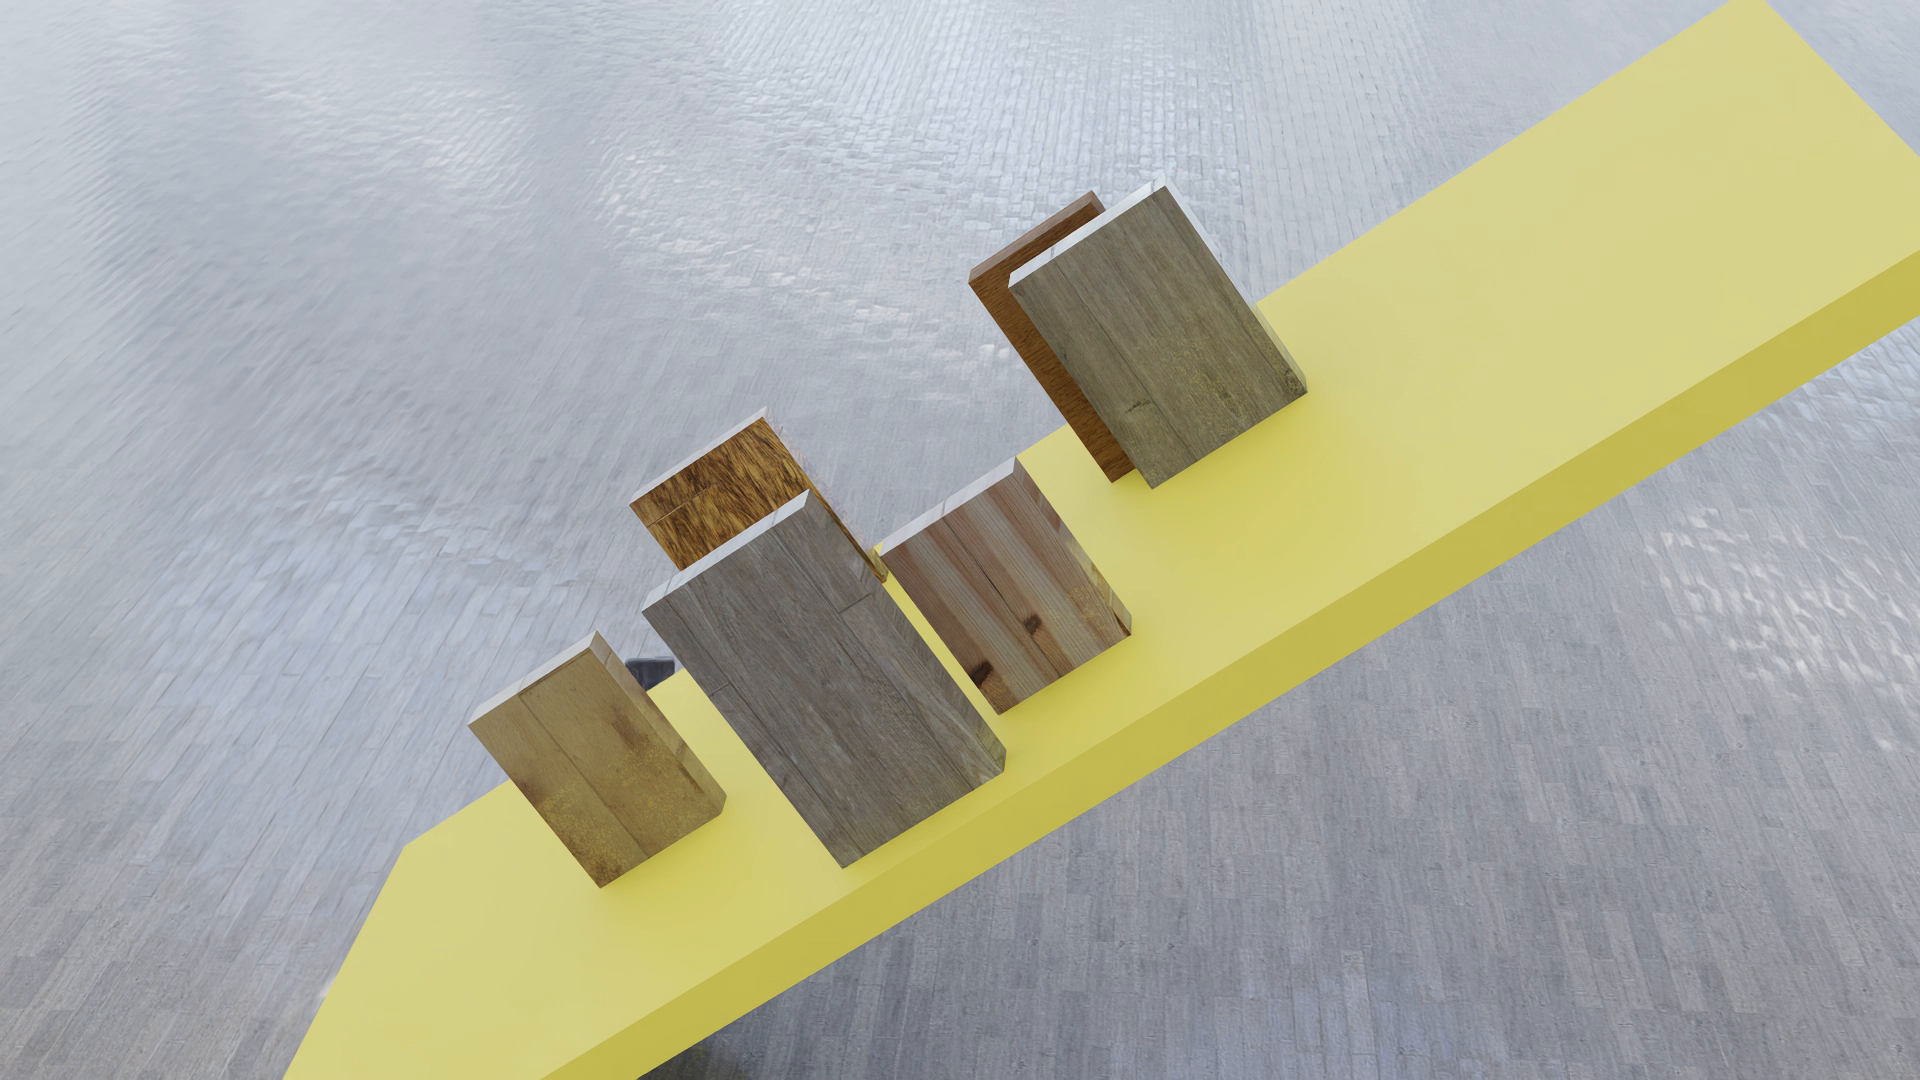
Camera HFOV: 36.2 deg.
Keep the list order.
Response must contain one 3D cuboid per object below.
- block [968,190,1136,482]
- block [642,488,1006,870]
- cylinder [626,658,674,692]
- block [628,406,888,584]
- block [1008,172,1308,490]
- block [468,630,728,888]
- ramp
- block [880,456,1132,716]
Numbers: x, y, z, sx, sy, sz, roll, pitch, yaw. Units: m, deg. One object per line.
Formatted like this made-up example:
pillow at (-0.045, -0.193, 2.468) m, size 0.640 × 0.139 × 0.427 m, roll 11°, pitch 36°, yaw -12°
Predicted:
block at (0.313, -0.446, 6.493) m, size 0.324 × 0.559 × 0.105 m, roll -32°, pitch 16°, yaw 15°
block at (-0.249, 0.264, 5.481) m, size 0.373 × 0.634 × 0.095 m, roll -32°, pitch 16°, yaw 15°
cylinder at (-0.919, 0.427, 8.735) m, size 0.144 × 0.144 × 0.144 m, roll -2°, pitch 21°, yaw -4°
block at (-0.479, -0.007, 7.039) m, size 0.398 × 0.500 × 0.083 m, roll -32°, pitch 16°, yaw 15°
block at (0.423, -0.442, 6.269) m, size 0.396 × 0.545 × 0.112 m, roll -32°, pitch 16°, yaw 15°
block at (-0.778, 0.475, 6.331) m, size 0.331 × 0.468 × 0.091 m, roll -32°, pitch 16°, yaw 15°
ramp at (0.136, 0.174, 6.306) m, size 4.000 × 0.100 × 2.000 m, roll -32°, pitch 16°, yaw 15°
block at (0.091, 0.090, 5.697) m, size 0.312 × 0.401 × 0.095 m, roll -32°, pitch 16°, yaw 15°
